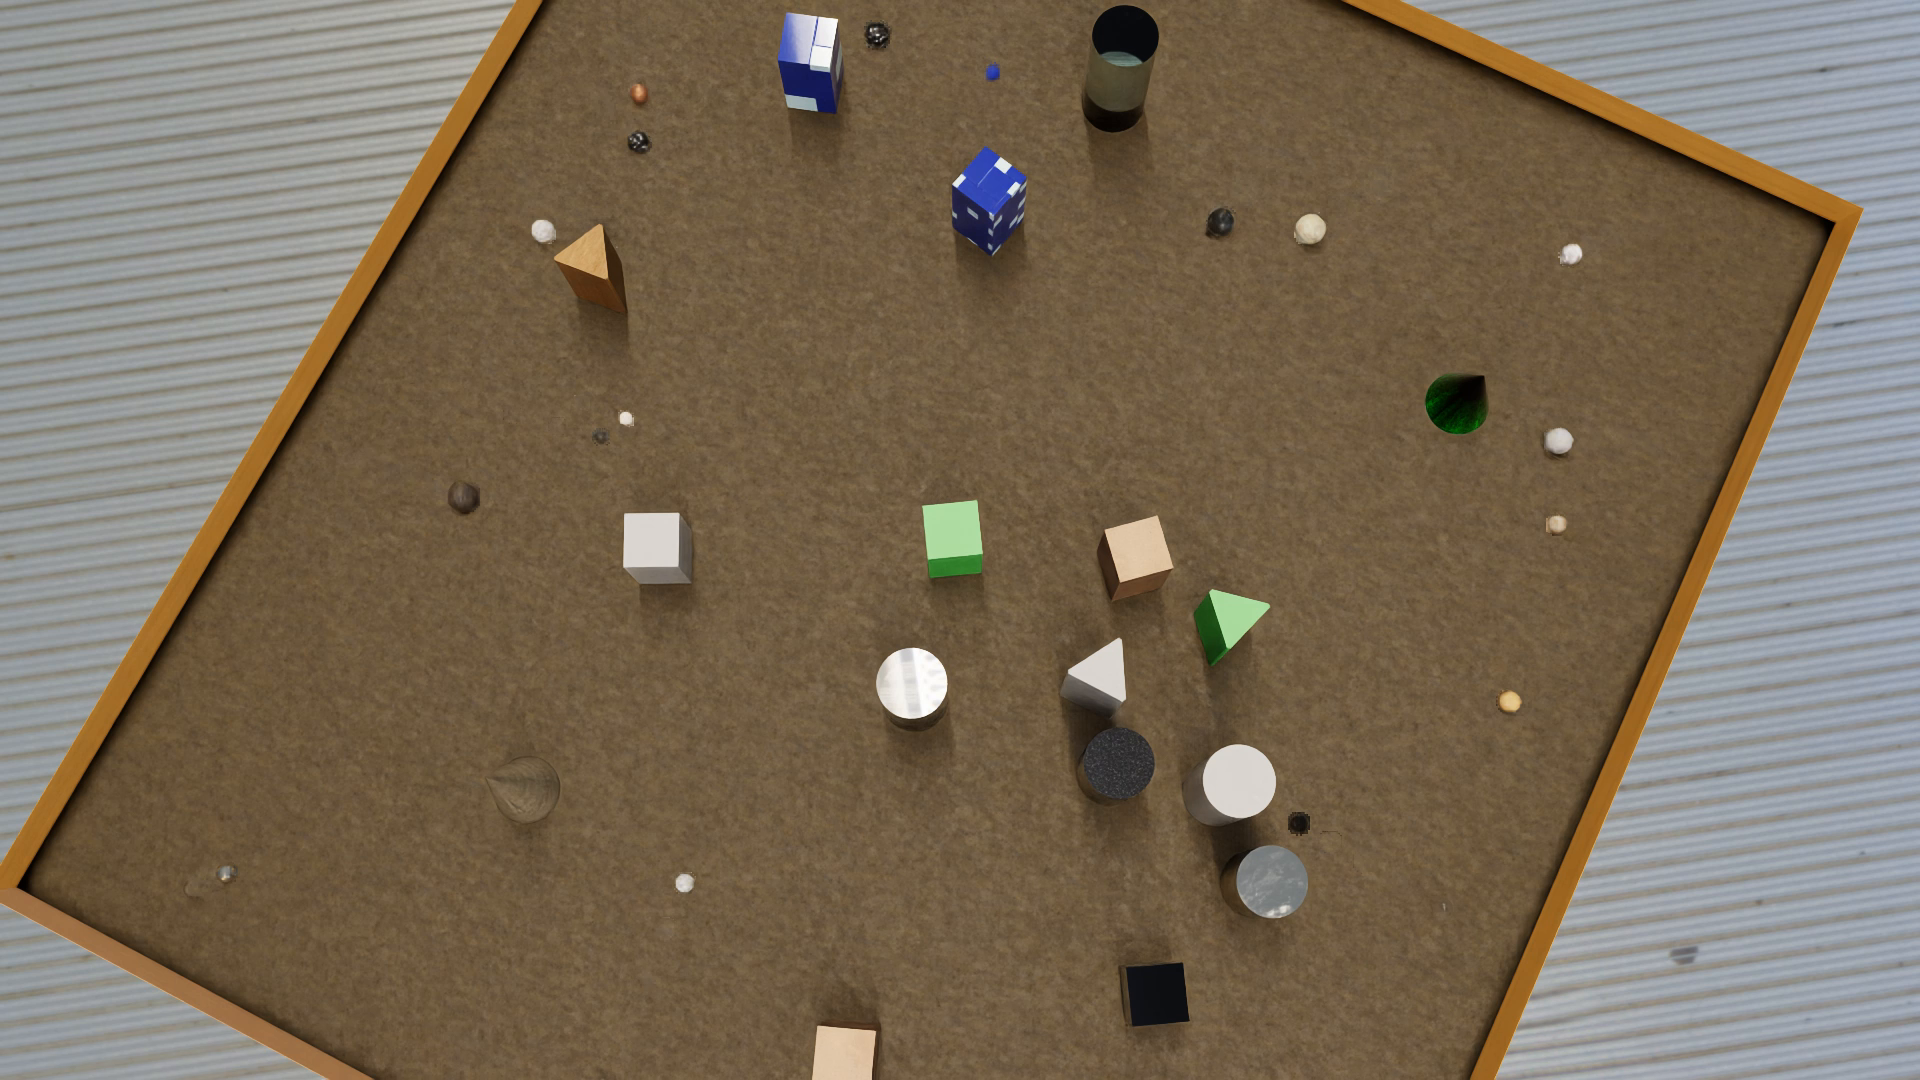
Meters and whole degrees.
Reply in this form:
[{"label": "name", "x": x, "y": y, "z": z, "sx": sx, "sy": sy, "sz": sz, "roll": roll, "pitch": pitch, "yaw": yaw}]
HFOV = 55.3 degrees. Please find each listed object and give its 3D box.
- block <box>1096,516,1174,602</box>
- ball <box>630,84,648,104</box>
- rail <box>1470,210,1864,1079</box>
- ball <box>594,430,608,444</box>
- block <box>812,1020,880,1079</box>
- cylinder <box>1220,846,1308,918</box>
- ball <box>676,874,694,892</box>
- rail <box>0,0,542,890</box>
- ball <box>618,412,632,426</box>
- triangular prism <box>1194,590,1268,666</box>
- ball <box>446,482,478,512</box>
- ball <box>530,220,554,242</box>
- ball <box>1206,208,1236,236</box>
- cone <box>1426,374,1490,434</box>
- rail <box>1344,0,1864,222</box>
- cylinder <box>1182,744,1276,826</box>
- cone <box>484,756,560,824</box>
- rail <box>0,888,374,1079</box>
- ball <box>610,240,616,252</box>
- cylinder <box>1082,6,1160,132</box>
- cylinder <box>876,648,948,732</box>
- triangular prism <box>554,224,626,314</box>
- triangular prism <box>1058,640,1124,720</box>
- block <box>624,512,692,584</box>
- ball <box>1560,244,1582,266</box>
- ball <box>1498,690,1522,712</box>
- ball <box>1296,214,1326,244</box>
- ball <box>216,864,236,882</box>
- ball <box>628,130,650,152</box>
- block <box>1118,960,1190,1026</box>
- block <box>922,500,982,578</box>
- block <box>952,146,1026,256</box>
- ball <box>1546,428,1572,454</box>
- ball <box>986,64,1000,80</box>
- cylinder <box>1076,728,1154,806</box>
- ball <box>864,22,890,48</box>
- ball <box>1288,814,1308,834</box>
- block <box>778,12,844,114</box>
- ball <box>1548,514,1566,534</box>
[{"label": "block", "x": 0.516, "y": 0.058, "z": 5.439, "sx": 0.160, "sy": 0.325, "sz": 0.160, "roll": -15, "pitch": 79, "yaw": -3}, {"label": "ball", "x": -1.030, "y": -1.433, "z": 5.883, "sx": 0.060, "sy": 0.060, "sz": 0.060, "roll": 0, "pitch": 78, "yaw": 0}, {"label": "rail", "x": 1.810, "y": 0.893, "z": 5.364, "sx": 0.045, "sy": 0.130, "sz": 4.388, "roll": 26, "pitch": 80, "yaw": 5}, {"label": "ball", "x": -1.108, "y": -0.318, "z": 5.660, "sx": 0.043, "sy": 0.043, "sz": 0.043, "roll": 0, "pitch": 78, "yaw": 0}, {"label": "block", "x": -0.316, "y": 1.445, "z": 5.150, "sx": 0.160, "sy": 0.328, "sz": 0.160, "roll": 5, "pitch": 78, "yaw": 1}, {"label": "cylinder", "x": 0.866, "y": 0.981, "z": 5.244, "sx": 0.199, "sy": 0.331, "sz": 0.199, "roll": 0, "pitch": 78, "yaw": 0}, {"label": "ball", "x": -0.808, "y": 1.008, "z": 5.380, "sx": 0.055, "sy": 0.055, "sz": 0.055, "roll": 0, "pitch": 78, "yaw": 0}, {"label": "rail", "x": -1.810, "y": -0.880, "z": 5.732, "sx": 0.045, "sy": 0.130, "sz": 4.388, "roll": 26, "pitch": 80, "yaw": 5}, {"label": "ball", "x": -1.035, "y": -0.375, "z": 5.673, "sx": 0.041, "sy": 0.041, "sz": 0.041, "roll": 0, "pitch": 78, "yaw": 0}, {"label": "triangular prism", "x": 0.766, "y": 0.232, "z": 5.381, "sx": 0.150, "sy": 0.368, "sz": 0.173, "roll": 44, "pitch": 82, "yaw": 8}, {"label": "ball", "x": -1.518, "y": -0.132, "z": 5.596, "sx": 0.094, "sy": 0.094, "sz": 0.094, "roll": 0, "pitch": 78, "yaw": 0}, {"label": "ball", "x": -1.316, "y": -0.975, "z": 5.781, "sx": 0.073, "sy": 0.073, "sz": 0.073, "roll": 0, "pitch": 78, "yaw": 0}, {"label": "ball", "x": 0.823, "y": -1.002, "z": 5.779, "sx": 0.088, "sy": 0.088, "sz": 0.088, "roll": 0, "pitch": 78, "yaw": 0}, {"label": "cone", "x": 1.548, "y": -0.455, "z": 5.556, "sx": 0.199, "sy": 0.302, "sz": 0.199, "roll": 0, "pitch": 78, "yaw": 0}, {"label": "rail", "x": 0.971, "y": -1.894, "z": 5.942, "sx": 4.096, "sy": 0.130, "sz": 0.045, "roll": 26, "pitch": 80, "yaw": 5}, {"label": "cylinder", "x": 0.763, "y": 0.705, "z": 5.231, "sx": 0.199, "sy": 0.469, "sz": 0.199, "roll": 0, "pitch": 78, "yaw": 0}, {"label": "cone", "x": -1.291, "y": 0.693, "z": 5.219, "sx": 0.199, "sy": 0.497, "sz": 0.199, "roll": 0, "pitch": 78, "yaw": 0}, {"label": "rail", "x": -0.971, "y": 1.908, "z": 5.154, "sx": 4.096, "sy": 0.130, "sz": 0.045, "roll": 26, "pitch": 80, "yaw": 5}, {"label": "ball", "x": -1.111, "y": -0.924, "z": 5.782, "sx": 0.051, "sy": 0.051, "sz": 0.051, "roll": 0, "pitch": 78, "yaw": 0}, {"label": "cylinder", "x": 0.493, "y": -1.453, "z": 5.680, "sx": 0.199, "sy": 0.465, "sz": 0.199, "roll": 0, "pitch": 78, "yaw": 0}, {"label": "cylinder", "x": -0.136, "y": 0.440, "z": 5.334, "sx": 0.199, "sy": 0.376, "sz": 0.199, "roll": 0, "pitch": 78, "yaw": 0}, {"label": "triangular prism", "x": -1.102, "y": -0.844, "z": 5.627, "sx": 0.173, "sy": 0.321, "sz": 0.150, "roll": 21, "pitch": 79, "yaw": 4}, {"label": "triangular prism", "x": 0.408, "y": 0.386, "z": 5.286, "sx": 0.173, "sy": 0.490, "sz": 0.150, "roll": 27, "pitch": 80, "yaw": 5}, {"label": "block", "x": -0.899, "y": 0.027, "z": 5.473, "sx": 0.160, "sy": 0.270, "sz": 0.160, "roll": -1, "pitch": 78, "yaw": 0}, {"label": "ball", "x": 1.926, "y": -0.899, "z": 5.769, "sx": 0.066, "sy": 0.066, "sz": 0.066, "roll": 0, "pitch": 78, "yaw": 0}, {"label": "ball", "x": 1.645, "y": 0.483, "z": 5.484, "sx": 0.064, "sy": 0.064, "sz": 0.064, "roll": 0, "pitch": 78, "yaw": 0}, {"label": "ball", "x": 1.104, "y": -0.979, "z": 5.770, "sx": 0.096, "sy": 0.096, "sz": 0.096, "roll": 0, "pitch": 78, "yaw": 0}, {"label": "ball", "x": -2.158, "y": 0.978, "z": 5.386, "sx": 0.055, "sy": 0.055, "sz": 0.055, "roll": 0, "pitch": 78, "yaw": 0}, {"label": "ball", "x": -1.026, "y": -1.270, "z": 5.844, "sx": 0.070, "sy": 0.070, "sz": 0.070, "roll": 0, "pitch": 78, "yaw": 0}, {"label": "block", "x": 0.550, "y": 1.290, "z": 5.222, "sx": 0.160, "sy": 0.251, "sz": 0.160, "roll": -5, "pitch": 78, "yaw": -1}, {"label": "block", "x": -0.022, "y": 0.001, "z": 5.465, "sx": 0.160, "sy": 0.297, "sz": 0.160, "roll": -6, "pitch": 78, "yaw": -1}, {"label": "block", "x": 0.089, "y": -1.041, "z": 5.657, "sx": 0.160, "sy": 0.343, "sz": 0.160, "roll": 38, "pitch": 81, "yaw": 7}, {"label": "ball", "x": 1.843, "y": -0.305, "z": 5.638, "sx": 0.082, "sy": 0.082, "sz": 0.082, "roll": 0, "pitch": 78, "yaw": 0}, {"label": "ball", "x": 0.106, "y": -1.505, "z": 5.903, "sx": 0.050, "sy": 0.050, "sz": 0.050, "roll": 0, "pitch": 78, "yaw": 0}, {"label": "cylinder", "x": 0.446, "y": 0.659, "z": 5.304, "sx": 0.199, "sy": 0.345, "sz": 0.199, "roll": 0, "pitch": 78, "yaw": 0}, {"label": "ball", "x": -0.268, "y": -1.630, "z": 5.913, "sx": 0.081, "sy": 0.081, "sz": 0.081, "roll": 0, "pitch": 78, "yaw": 0}, {"label": "ball", "x": 1.000, "y": 0.837, "z": 5.414, "sx": 0.057, "sy": 0.057, "sz": 0.057, "roll": 0, "pitch": 78, "yaw": 0}, {"label": "block", "x": -0.465, "y": -1.494, "z": 5.757, "sx": 0.160, "sy": 0.330, "sz": 0.160, "roll": 8, "pitch": 78, "yaw": 2}, {"label": "ball", "x": 1.824, "y": -0.048, "z": 5.597, "sx": 0.057, "sy": 0.057, "sz": 0.057, "roll": 0, "pitch": 78, "yaw": 0}]
